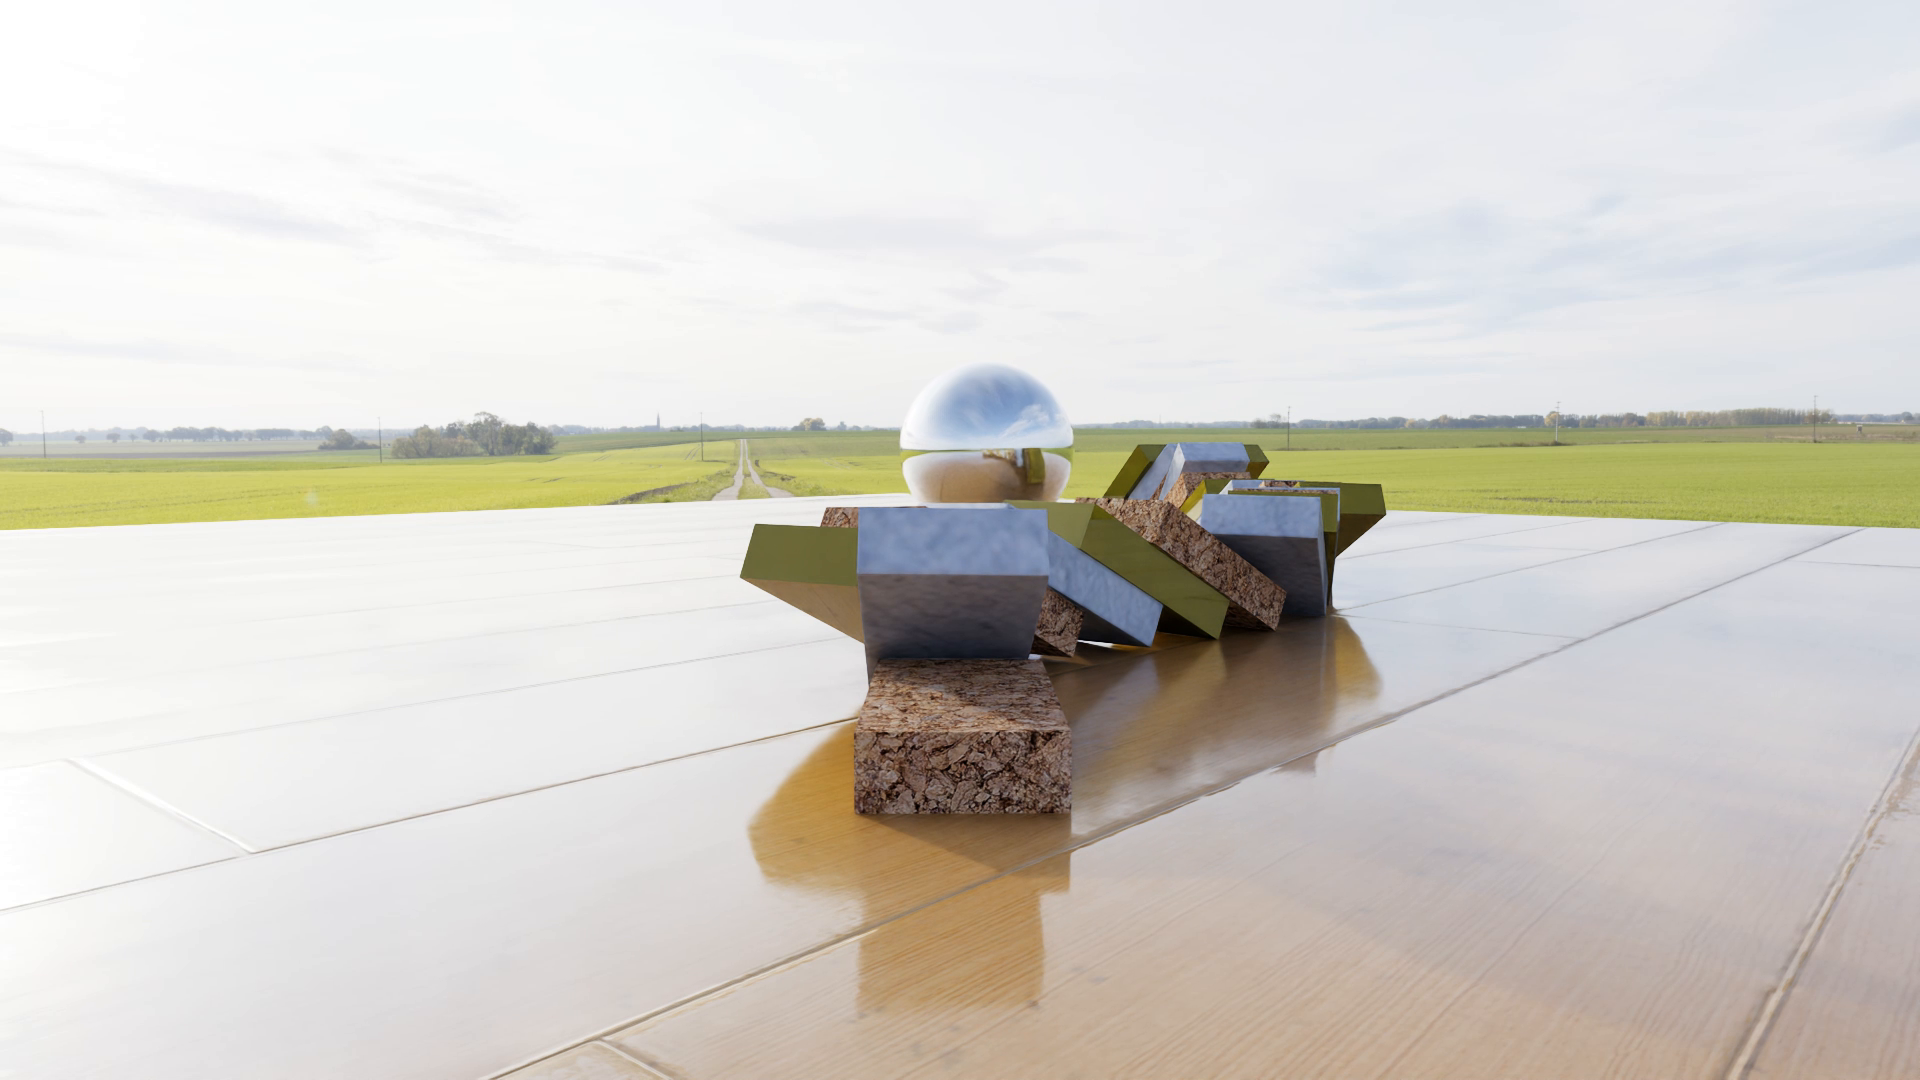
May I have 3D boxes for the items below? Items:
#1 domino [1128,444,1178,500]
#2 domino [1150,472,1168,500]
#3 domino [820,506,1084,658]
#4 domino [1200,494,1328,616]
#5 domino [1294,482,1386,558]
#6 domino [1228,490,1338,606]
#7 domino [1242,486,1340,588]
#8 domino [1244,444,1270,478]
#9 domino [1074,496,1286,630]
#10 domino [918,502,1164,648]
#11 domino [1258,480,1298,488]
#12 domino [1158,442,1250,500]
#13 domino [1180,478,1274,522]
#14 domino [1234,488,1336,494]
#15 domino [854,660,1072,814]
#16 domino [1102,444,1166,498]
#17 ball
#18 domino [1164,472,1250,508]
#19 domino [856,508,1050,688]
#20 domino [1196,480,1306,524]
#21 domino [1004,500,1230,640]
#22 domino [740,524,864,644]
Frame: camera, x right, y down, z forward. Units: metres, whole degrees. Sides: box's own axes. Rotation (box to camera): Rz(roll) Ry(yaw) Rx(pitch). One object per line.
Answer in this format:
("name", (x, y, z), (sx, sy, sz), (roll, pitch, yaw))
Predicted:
("domino", (0.084, -0.019, 0.530), (0.025, 0.050, 0.010), (-1, 49, -36))
("domino", (0.091, -0.017, 0.518), (0.025, 0.050, 0.010), (-2, 50, -30))
("domino", (-0.001, 0.008, 0.242), (0.025, 0.010, 0.050), (1, -23, 42))
("domino", (0.072, 0.004, 0.300), (0.025, 0.009, 0.050), (3, -22, 19))
("domino", (0.104, -0.002, 0.385), (0.025, 0.009, 0.050), (1, -23, -10))
("domino", (0.080, 0.003, 0.320), (0.025, 0.010, 0.050), (3, -22, 15))
("domino", (0.093, 0.000, 0.362), (0.025, 0.010, 0.050), (1, -22, 14))
("domino", (0.098, -0.017, 0.507), (0.025, 0.050, 0.009), (-2, 49, -30))
("domino", (0.049, 0.006, 0.286), (0.025, 0.010, 0.050), (5, -20, 47))
("domino", (0.015, 0.007, 0.257), (0.025, 0.010, 0.050), (2, -22, 47))
("domino", (0.099, -0.004, 0.406), (0.025, 0.010, 0.050), (1, -23, -11))
("domino", (0.090, -0.016, 0.488), (0.025, 0.050, 0.009), (-1, 47, -11))
("domino", (0.089, -0.007, 0.449), (0.025, 0.009, 0.050), (-1, -22, -11))
("domino", (0.086, 0.001, 0.341), (0.025, 0.010, 0.050), (2, -22, 15))
("domino", (0.000, 0.025, 0.172), (0.025, 0.010, 0.050), (0, 4, 0))
("domino", (0.074, -0.019, 0.540), (0.025, 0.050, 0.010), (-3, 50, -34))
("ball", (0.012, -0.042, 0.588), (0.080, 0.080, 0.080), (0, 4, 0))
("domino", (0.086, -0.009, 0.468), (0.025, 0.009, 0.050), (-1, -25, -11))
("domino", (-0.002, 0.010, 0.191), (0.025, 0.010, 0.050), (1, -24, -2))
("domino", (0.094, -0.005, 0.427), (0.025, 0.009, 0.050), (0, -23, -11))
("domino", (0.033, 0.007, 0.272), (0.025, 0.009, 0.050), (4, -21, 47))
("domino", (-0.012, 0.011, 0.223), (0.025, 0.010, 0.050), (3, -19, 32))
